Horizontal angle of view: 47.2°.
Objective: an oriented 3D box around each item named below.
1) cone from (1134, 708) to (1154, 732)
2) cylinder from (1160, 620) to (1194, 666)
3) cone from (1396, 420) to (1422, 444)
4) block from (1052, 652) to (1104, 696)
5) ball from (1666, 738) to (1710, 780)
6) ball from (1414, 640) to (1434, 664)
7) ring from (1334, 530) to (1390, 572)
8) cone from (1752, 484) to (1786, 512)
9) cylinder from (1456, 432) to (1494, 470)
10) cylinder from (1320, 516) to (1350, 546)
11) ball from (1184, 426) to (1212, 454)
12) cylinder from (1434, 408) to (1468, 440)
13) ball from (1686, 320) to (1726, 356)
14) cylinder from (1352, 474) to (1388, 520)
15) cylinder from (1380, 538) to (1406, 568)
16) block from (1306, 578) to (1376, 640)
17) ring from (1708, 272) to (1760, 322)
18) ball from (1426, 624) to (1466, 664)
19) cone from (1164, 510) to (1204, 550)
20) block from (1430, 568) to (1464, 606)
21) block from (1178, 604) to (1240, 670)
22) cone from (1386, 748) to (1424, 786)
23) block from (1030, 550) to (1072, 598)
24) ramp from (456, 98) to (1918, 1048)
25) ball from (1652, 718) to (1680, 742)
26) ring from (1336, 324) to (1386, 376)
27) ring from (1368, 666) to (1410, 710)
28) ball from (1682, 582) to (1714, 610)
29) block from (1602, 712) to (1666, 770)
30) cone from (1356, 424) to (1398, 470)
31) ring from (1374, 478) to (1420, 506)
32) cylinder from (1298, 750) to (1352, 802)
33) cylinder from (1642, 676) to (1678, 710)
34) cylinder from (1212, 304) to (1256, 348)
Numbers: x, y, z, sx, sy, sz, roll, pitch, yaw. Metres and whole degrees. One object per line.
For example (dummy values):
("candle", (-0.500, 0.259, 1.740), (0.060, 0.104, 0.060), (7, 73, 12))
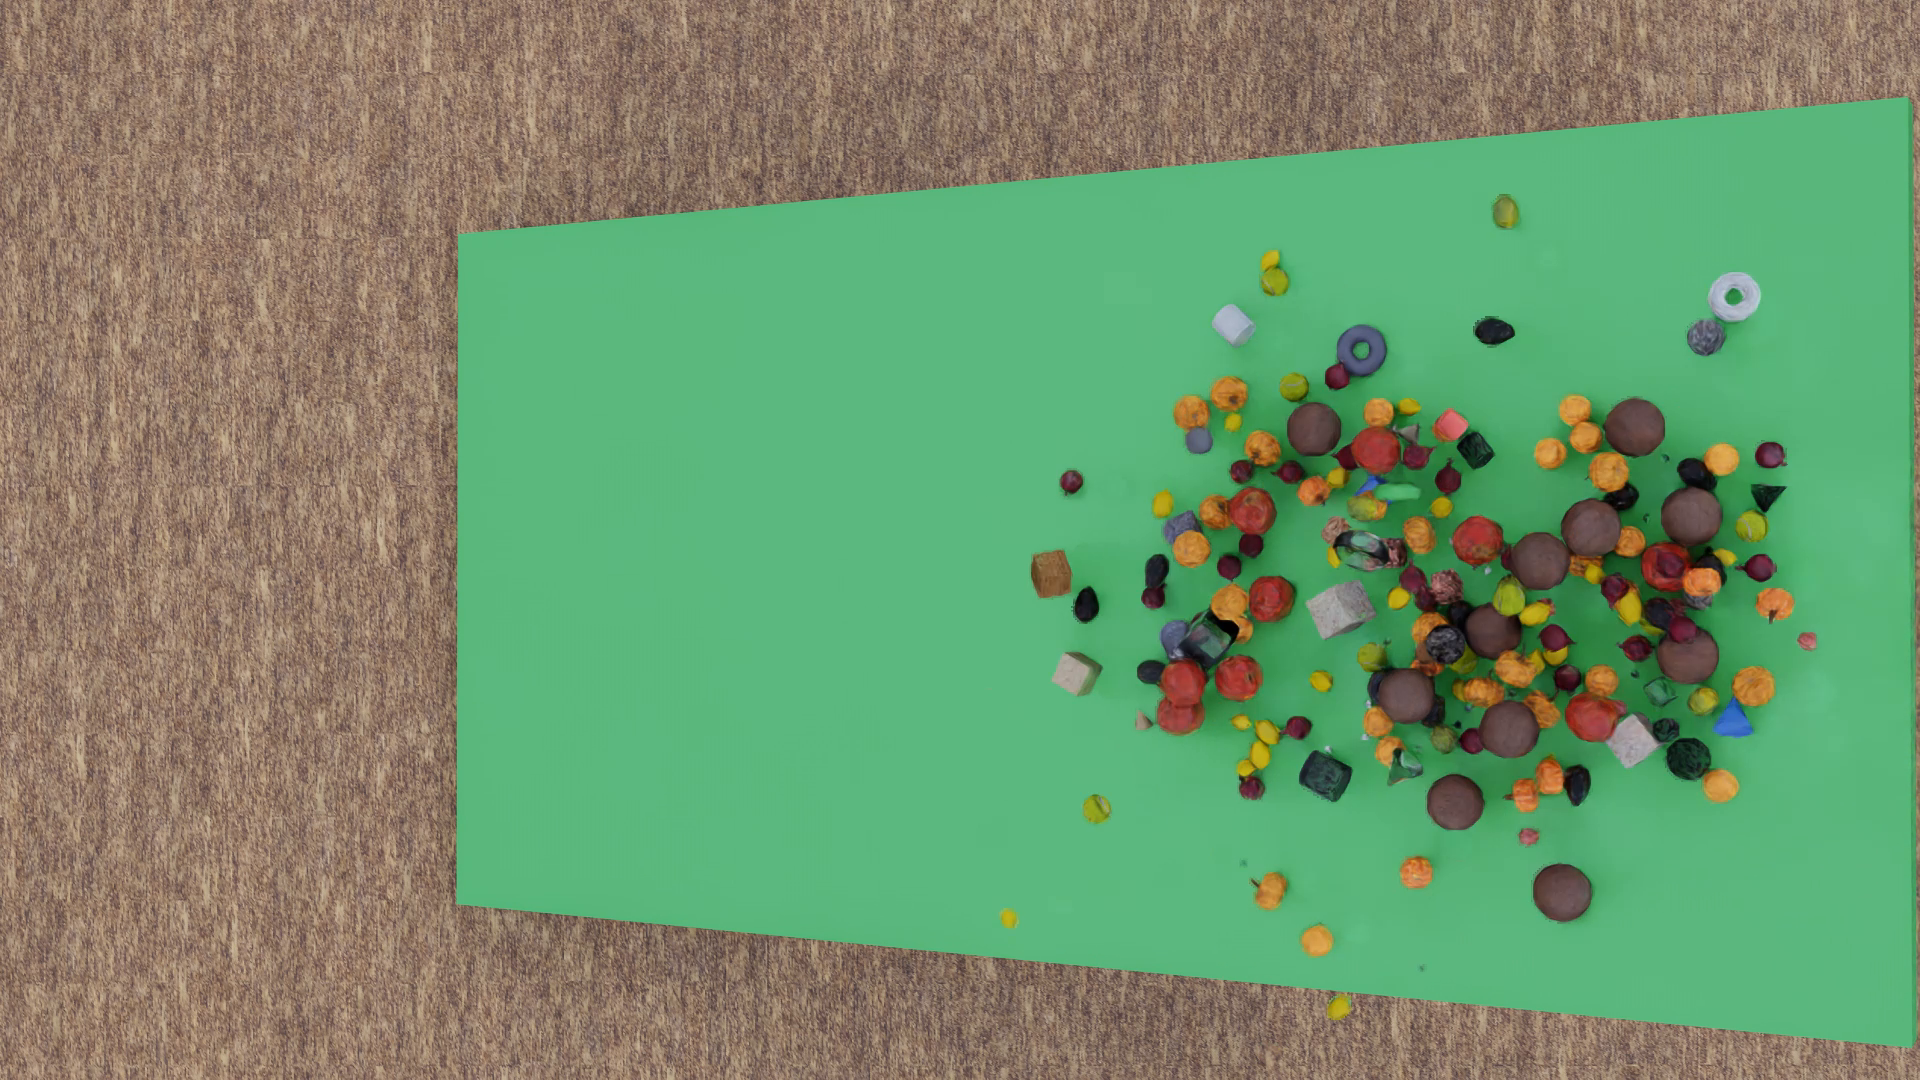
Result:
("cone", (0.449, 0.438, 5.440), (0.051, 0.051, 0.051), (-20, 107, 0))
("cylinder", (0.535, 0.251, 5.364), (0.079, 0.079, 0.079), (-8, 128, -10))
("cone", (1.017, -0.244, 5.020), (0.056, 0.056, 0.056), (-4, 89, 33))
("block", (0.294, 0.336, 5.521), (0.080, 0.080, 0.080), (31, 104, 26))
("ball", (1.588, 0.477, 4.796), (0.093, 0.093, 0.093), (0, 89, 0))
("ball", (1.070, 0.257, 5.030), (0.056, 0.056, 0.056), (0, 89, 0))
("ring", (0.923, 0.024, 5.052), (0.131, 0.131, 0.044), (25, 62, 0))
("cone", (1.755, -0.103, 4.746), (0.065, 0.065, 0.065), (-23, 89, 0))
("cylinder", (1.182, -0.206, 5.042), (0.062, 0.062, 0.062), (-32, 67, 0))
("cylinder", (0.872, -0.021, 5.112), (0.050, 0.050, 0.050), (48, 56, 0))
("ball", (0.573, -0.238, 5.274), (0.068, 0.068, 0.068), (0, 89, 0))
("cylinder", (1.118, -0.263, 5.004), (0.055, 0.055, 0.055), (43, 90, -1))
("ball", (1.625, -0.441, 4.792), (0.079, 0.079, 0.079), (0, 89, 0))
("cylinder", (0.972, -0.102, 5.152), (0.077, 0.077, 0.077), (39, 109, 0))
("cylinder", (1.000, 0.031, 5.140), (0.069, 0.069, 0.069), (-3, 89, 30))
("block", (0.895, 0.163, 5.162), (0.098, 0.098, 0.098), (-13, 73, -38))
("ring", (1.684, -0.529, 4.785), (0.110, 0.037, 0.110), (0, 90, 30))
("ball", (1.097, 0.236, 4.966), (0.089, 0.089, 0.089), (0, 89, 0))
("cone", (0.549, -0.045, 5.319), (0.099, 0.099, 0.099), (4, 54, -5))
("block", (1.121, 0.108, 5.064), (0.054, 0.054, 0.054), (-20, 128, 36))
("block", (0.597, 0.232, 5.259), (0.092, 0.092, 0.092), (39, 128, -1))
("cone", (1.007, 0.540, 5.066), (0.085, 0.085, 0.085), (36, 117, 0))
("block", (0.228, 0.086, 5.485), (0.080, 0.080, 0.080), (-9, 49, -12))
("ramp", (0.273, 0.076, 5.639), (4.000, 0.100, 2.000), (0, 89, 29))
("ball", (1.542, 0.415, 4.801), (0.055, 0.055, 0.055), (0, 89, 0))
("ring", (0.947, -0.448, 5.190), (0.124, 0.041, 0.124), (0, 91, 30))
("ring", (1.004, 0.347, 5.154), (0.101, 0.034, 0.101), (-1, 88, 33))
("ball", (1.606, 0.121, 4.785), (0.064, 0.064, 0.064), (0, 89, 0))
("block", (1.489, 0.442, 4.854), (0.088, 0.088, 0.088), (-43, 70, 22))
("cone", (0.997, -0.233, 5.144), (0.099, 0.099, 0.099), (36, 91, 0))
("ring", (0.999, -0.110, 5.025), (0.109, 0.109, 0.036), (-13, 67, 0))
("cylinder", (0.863, 0.558, 5.198), (0.092, 0.092, 0.092), (27, 89, 26))
("cylinder", (1.541, 0.336, 4.844), (0.055, 0.055, 0.055), (-31, 72, 0))
("cylinder", (0.664, -0.520, 5.327), (0.077, 0.077, 0.077), (-45, 66, 0))
